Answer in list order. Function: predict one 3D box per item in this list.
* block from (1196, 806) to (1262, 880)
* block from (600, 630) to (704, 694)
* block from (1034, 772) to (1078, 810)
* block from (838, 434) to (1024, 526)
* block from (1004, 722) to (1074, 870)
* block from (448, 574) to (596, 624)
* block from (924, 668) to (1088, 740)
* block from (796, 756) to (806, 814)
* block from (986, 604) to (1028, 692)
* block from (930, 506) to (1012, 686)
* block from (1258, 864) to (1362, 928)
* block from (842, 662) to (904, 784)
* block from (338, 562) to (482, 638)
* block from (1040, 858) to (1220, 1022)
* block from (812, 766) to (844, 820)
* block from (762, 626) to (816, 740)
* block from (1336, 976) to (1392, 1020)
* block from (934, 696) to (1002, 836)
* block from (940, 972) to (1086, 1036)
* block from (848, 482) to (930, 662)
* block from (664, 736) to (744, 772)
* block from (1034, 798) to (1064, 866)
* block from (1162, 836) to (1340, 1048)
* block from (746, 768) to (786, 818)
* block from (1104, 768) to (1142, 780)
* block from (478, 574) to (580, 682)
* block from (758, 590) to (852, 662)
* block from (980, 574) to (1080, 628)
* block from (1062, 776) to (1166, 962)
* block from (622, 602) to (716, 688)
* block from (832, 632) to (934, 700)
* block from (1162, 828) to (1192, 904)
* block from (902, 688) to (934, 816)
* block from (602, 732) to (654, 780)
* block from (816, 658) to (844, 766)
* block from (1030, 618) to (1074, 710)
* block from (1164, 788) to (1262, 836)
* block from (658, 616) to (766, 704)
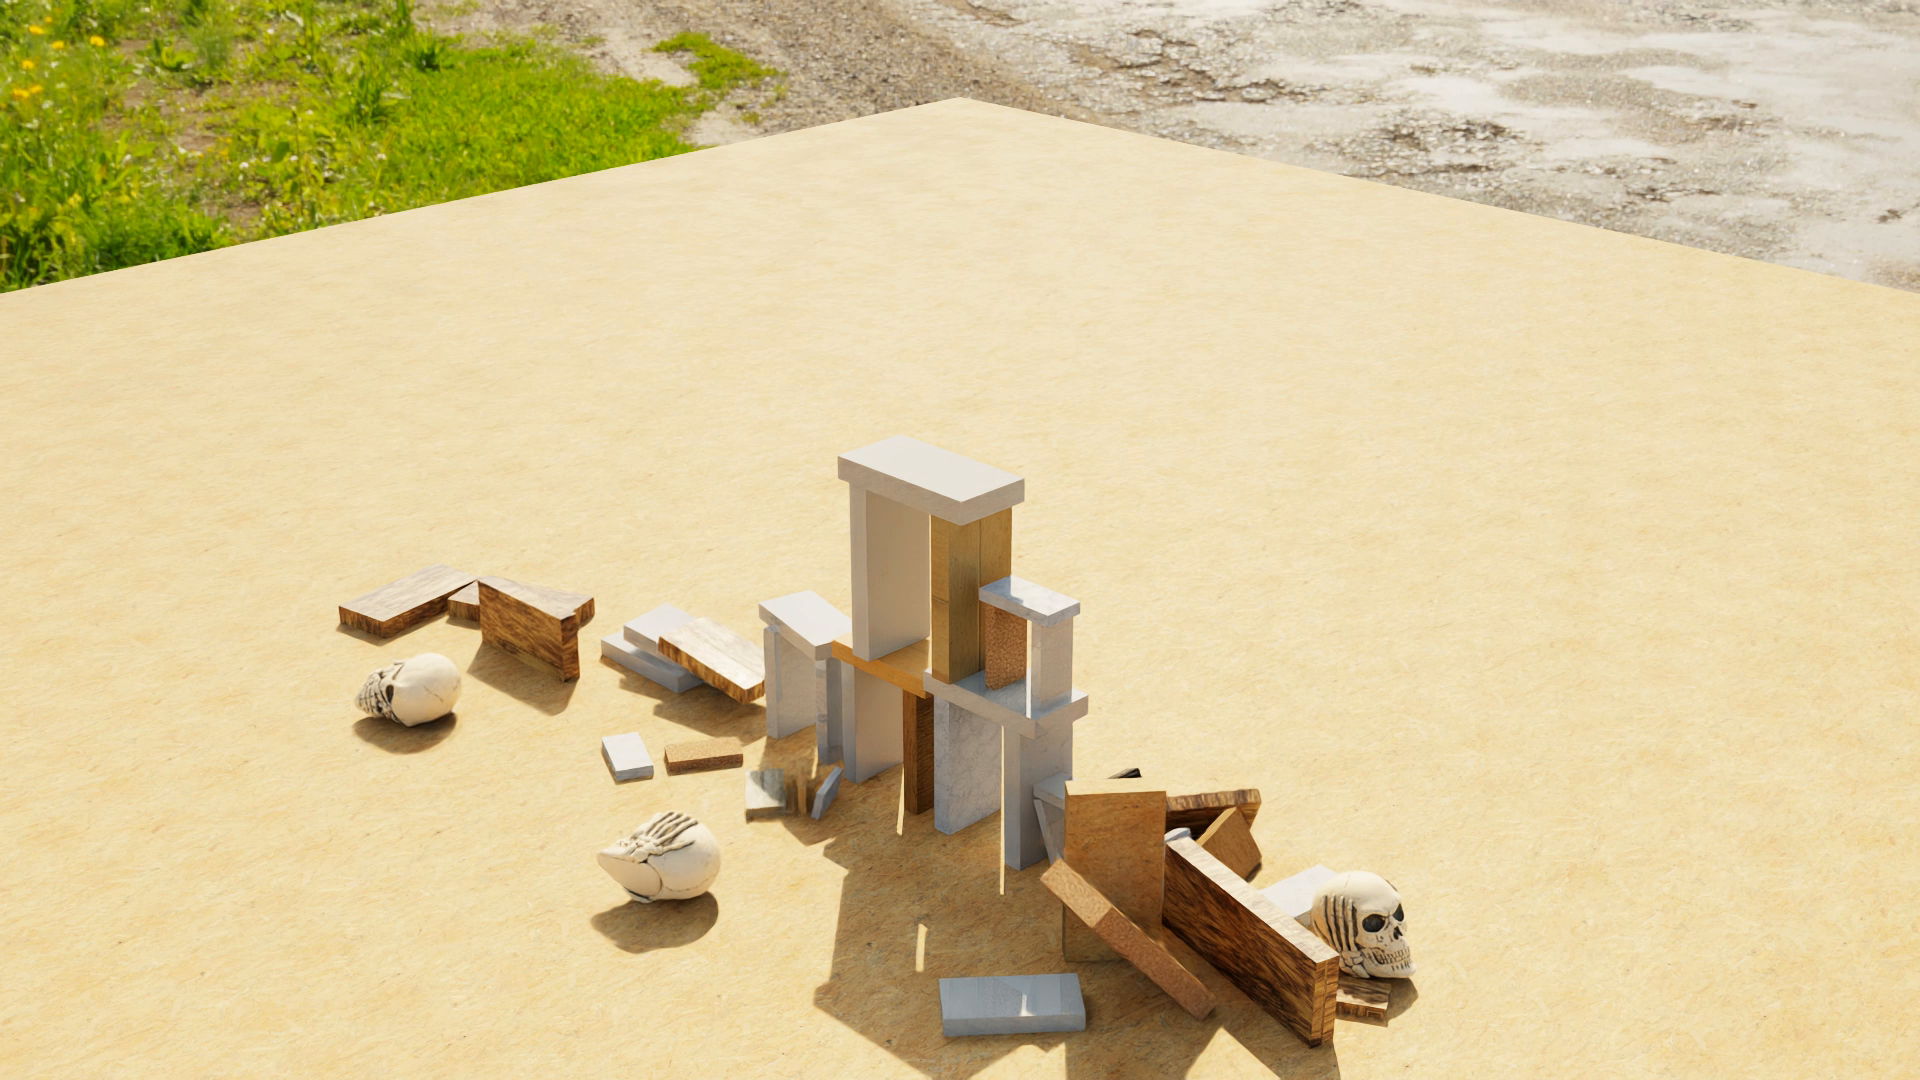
[{"bbox_3d":[0.496,0.608,4.184,0.032,0.112,0.223,-22,7,36],"label":"block"},{"bbox_3d":[-0.685,0.268,5.078,0.285,0.040,0.143,21,31,40],"label":"block"},{"bbox_3d":[0.223,0.490,4.186,0.077,0.022,0.155,-21,29,-40],"label":"block"},{"bbox_3d":[-0.058,-0.119,4.232,0.171,0.048,0.341,-21,31,-41],"label":"block"},{"bbox_3d":[0.152,0.476,4.256,0.149,0.299,0.042,-21,30,-40],"label":"block"},{"bbox_3d":[-1.062,0.160,5.327,0.316,0.045,0.158,10,25,22],"label":"block"},{"bbox_3d":[0.087,0.294,4.248,0.149,0.042,0.299,-21,31,-41],"label":"block"},{"bbox_3d":[-0.325,0.502,4.504,0.017,0.059,0.139,-2,23,-5],"label":"block"},{"bbox_3d":[0.089,0.191,4.208,0.089,0.177,0.025,-21,31,-41],"label":"block"},{"bbox_3d":[0.022,0.092,4.233,0.171,0.341,0.048,-21,31,-41],"label":"block"},{"bbox_3d":[0.634,0.676,4.117,0.223,0.032,0.112,-16,24,-34],"label":"block"},{"bbox_3d":[-0.181,0.357,4.570,0.039,0.273,0.136,21,31,41],"label":"block"},{"bbox_3d":[-1.337,0.145,5.362,0.158,0.045,0.316,15,27,32],"label":"block"},{"bbox_3d":[0.293,0.686,3.771,0.049,0.345,0.172,-48,35,-4],"label":"block"},{"bbox_3d":[-0.270,0.514,4.473,0.017,0.059,0.117,19,26,9],"label":"block"},{"bbox_3d":[-0.361,0.291,4.749,0.036,0.254,0.127,21,31,41],"label":"block"},{"bbox_3d":[0.671,0.797,3.855,0.158,0.022,0.079,7,24,15],"label":"block"},{"bbox_3d":[0.017,0.424,4.379,0.042,0.299,0.149,21,31,41],"label":"block"},{"bbox_3d":[0.089,0.806,3.817,0.244,0.035,0.122,-2,23,-4],"label":"block"},{"bbox_3d":[-0.138,0.043,4.387,0.171,0.371,0.048,-21,31,-40],"label":"block"},{"bbox_3d":[-0.543,0.453,4.664,0.157,0.022,0.078,-6,24,-13],"label":"block"},{"bbox_3d":[0.195,0.560,4.246,0.077,0.155,0.022,-21,9,-40],"label":"block"},{"bbox_3d":[0.506,0.704,3.882,0.049,0.172,0.443,-12,26,-27],"label":"block"},{"bbox_3d":[-0.398,0.519,4.509,0.078,0.022,0.157,-2,23,-5],"label":"block"},{"bbox_3d":[0.316,0.564,4.129,0.122,0.244,0.035,-20,5,-39],"label":"block"},{"bbox_3d":[-0.997,0.203,5.080,0.316,0.158,0.045,20,29,39],"label":"block"},{"bbox_3d":[-0.311,0.179,4.643,0.127,0.036,0.254,-14,27,-29],"label":"block"},{"bbox_3d":[0.131,0.114,4.131,0.089,0.025,0.177,-21,31,-40],"label":"block"},{"bbox_3d":[0.273,0.590,3.928,0.172,0.345,0.049,-2,23,-5],"label":"block"},{"bbox_3d":[-0.616,0.238,5.020,0.285,0.040,0.143,24,33,30],"label":"block"},{"bbox_3d":[-0.116,0.239,4.450,0.136,0.039,0.273,-21,31,-41],"label":"block"},{"bbox_3d":[0.350,0.637,4.099,0.244,0.122,0.035,-20,5,-39],"label":"block"},{"bbox_3d":[-0.052,0.407,4.452,0.039,0.273,0.136,21,31,41],"label":"block"},{"bbox_3d":[-0.704,0.457,4.656,0.078,0.022,0.157,-8,24,-18],"label":"block"},{"bbox_3d":[-0.243,0.337,4.641,0.127,0.254,0.036,-19,30,-38],"label":"block"},{"bbox_3d":[0.173,0.224,4.131,0.089,0.177,0.025,-21,31,-41],"label":"block"},{"bbox_3d":[0.424,0.545,4.332,0.325,0.112,0.032,-4,54,-10],"label":"block"},{"bbox_3d":[-0.524,0.266,4.904,0.285,0.040,0.143,28,35,34],"label":"block"}]
